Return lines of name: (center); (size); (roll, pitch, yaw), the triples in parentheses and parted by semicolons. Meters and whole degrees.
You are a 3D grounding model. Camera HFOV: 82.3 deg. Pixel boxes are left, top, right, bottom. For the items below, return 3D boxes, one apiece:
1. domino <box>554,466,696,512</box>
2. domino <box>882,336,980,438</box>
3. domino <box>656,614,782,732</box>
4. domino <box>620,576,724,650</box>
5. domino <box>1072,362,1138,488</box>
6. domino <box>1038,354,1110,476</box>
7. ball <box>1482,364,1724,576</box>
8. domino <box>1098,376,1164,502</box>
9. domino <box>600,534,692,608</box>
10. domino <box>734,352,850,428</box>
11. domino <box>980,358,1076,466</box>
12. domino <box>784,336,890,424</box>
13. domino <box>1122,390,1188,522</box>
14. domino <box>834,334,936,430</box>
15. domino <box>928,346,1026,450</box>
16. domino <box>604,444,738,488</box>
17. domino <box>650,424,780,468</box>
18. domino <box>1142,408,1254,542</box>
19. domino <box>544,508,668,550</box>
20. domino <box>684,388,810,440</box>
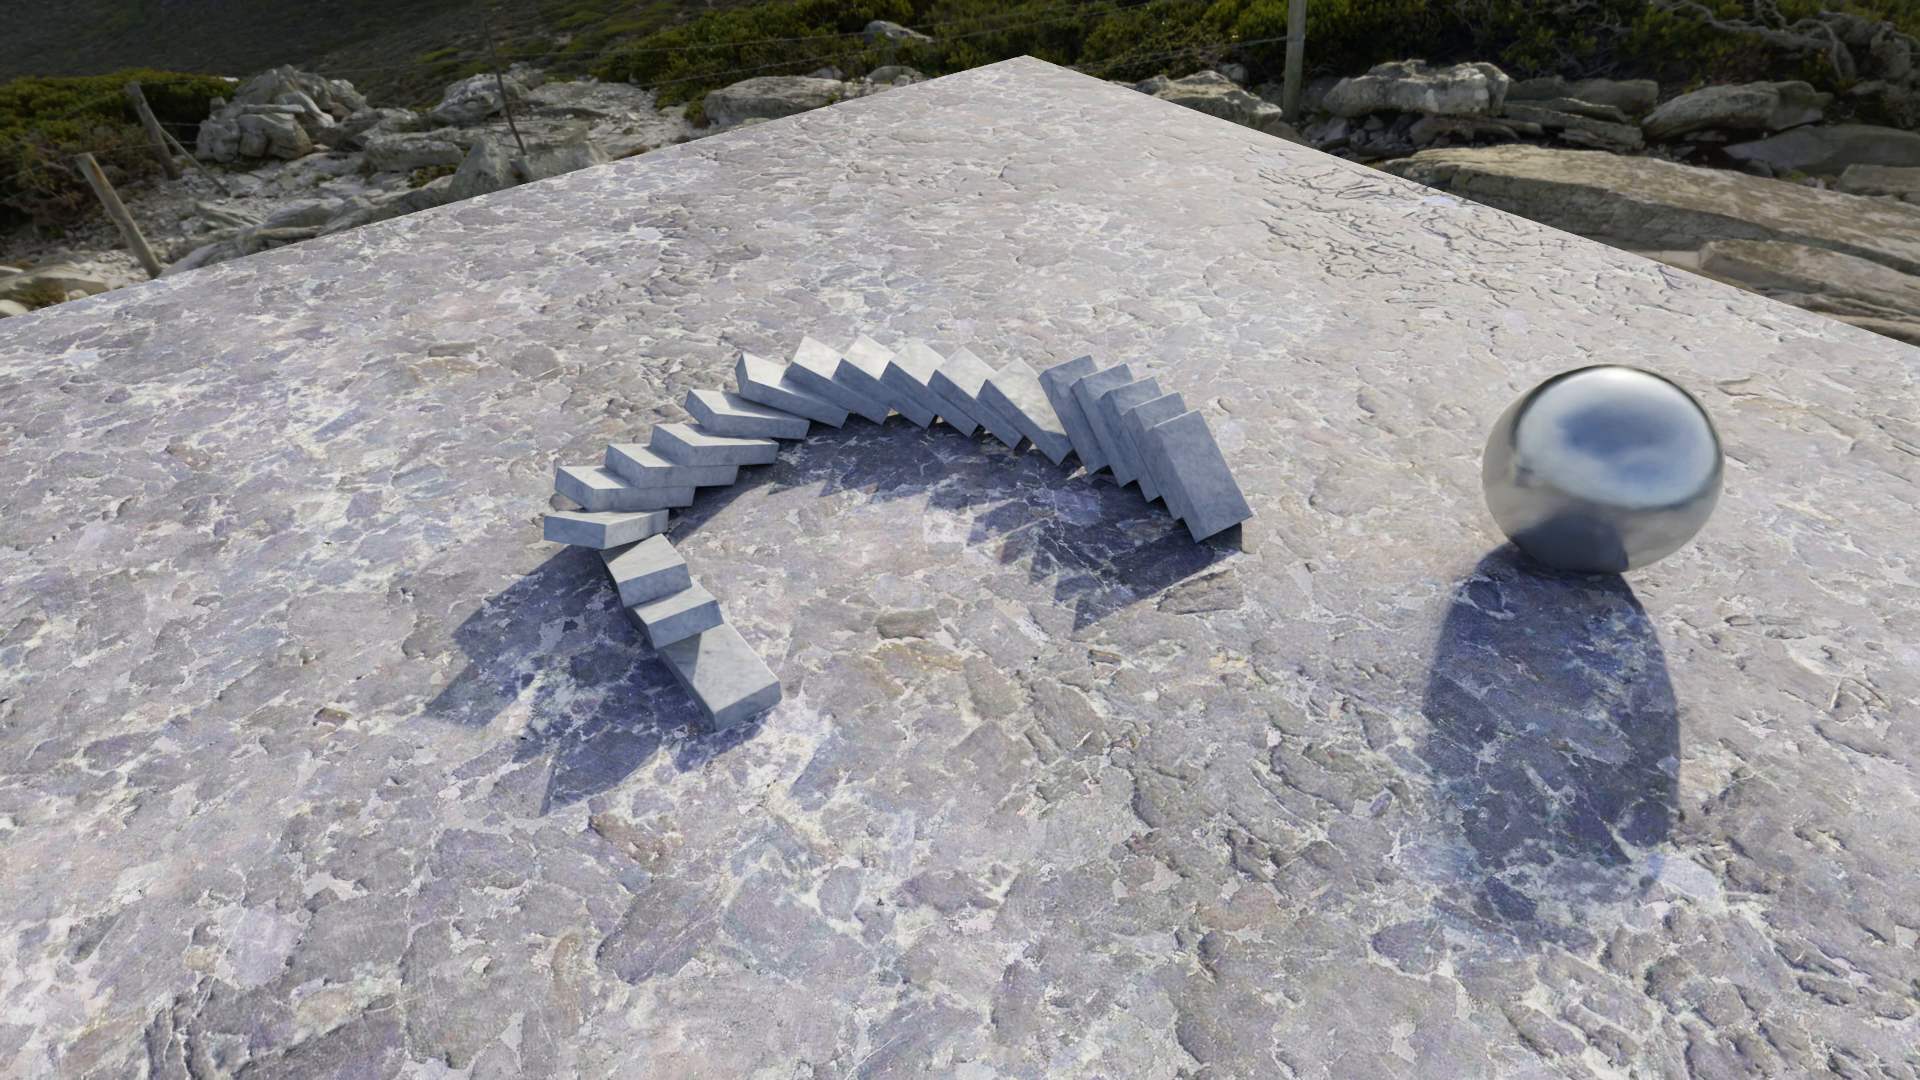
domino: (-0.137, -0.022, 0.452); (0.025, 0.010, 0.050); (27, 19, 32)
domino: (-0.009, -0.072, 0.514); (0.050, 0.009, 0.025); (36, 45, 1)
domino: (-0.087, 0.044, 0.390); (0.025, 0.010, 0.050); (-26, 46, -28)
domino: (-0.106, 0.024, 0.399); (0.025, 0.010, 0.050); (-21, 20, -23)
domino: (0.071, -0.051, 0.482); (0.025, 0.010, 0.050); (-21, 83, -25)
domino: (0.058, -0.056, 0.489); (0.025, 0.009, 0.050); (-23, 82, -26)
ball: (0.243, -0.027, 0.420); (0.080, 0.080, 0.080); (0, 39, 0)
domino: (0.082, -0.044, 0.473); (0.025, 0.010, 0.050); (-21, 82, -25)
domino: (-0.119, 0.011, 0.415); (0.025, 0.009, 0.050); (-18, 19, -21)
domino: (-0.078, -0.069, 0.510); (0.050, 0.010, 0.025); (15, 31, -29)
domino: (0.036, -0.059, 0.499); (0.050, 0.009, 0.025); (44, 52, 10)
domino: (-0.055, -0.075, 0.518); (0.050, 0.010, 0.025); (26, 37, -12)
domino: (0.091, -0.036, 0.464); (0.025, 0.009, 0.050); (-22, 83, -25)
domino: (-0.031, -0.075, 0.518); (0.050, 0.009, 0.025); (32, 42, -4)
domino: (0.013, -0.066, 0.507); (0.050, 0.009, 0.025); (38, 48, 4)
domino: (-0.121, -0.032, 0.465); (0.025, 0.010, 0.050); (29, 20, 31)
domino: (-0.106, -0.042, 0.477); (0.025, 0.009, 0.050); (28, 21, 30)
domino: (0.098, -0.027, 0.453); (0.025, 0.009, 0.050); (-22, 83, -25)
domino: (-0.138, -0.006, 0.432); (0.025, 0.010, 0.050); (8, 10, 11)
domino: (-0.096, -0.057, 0.496); (0.050, 0.009, 0.025); (-1, 31, -44)
